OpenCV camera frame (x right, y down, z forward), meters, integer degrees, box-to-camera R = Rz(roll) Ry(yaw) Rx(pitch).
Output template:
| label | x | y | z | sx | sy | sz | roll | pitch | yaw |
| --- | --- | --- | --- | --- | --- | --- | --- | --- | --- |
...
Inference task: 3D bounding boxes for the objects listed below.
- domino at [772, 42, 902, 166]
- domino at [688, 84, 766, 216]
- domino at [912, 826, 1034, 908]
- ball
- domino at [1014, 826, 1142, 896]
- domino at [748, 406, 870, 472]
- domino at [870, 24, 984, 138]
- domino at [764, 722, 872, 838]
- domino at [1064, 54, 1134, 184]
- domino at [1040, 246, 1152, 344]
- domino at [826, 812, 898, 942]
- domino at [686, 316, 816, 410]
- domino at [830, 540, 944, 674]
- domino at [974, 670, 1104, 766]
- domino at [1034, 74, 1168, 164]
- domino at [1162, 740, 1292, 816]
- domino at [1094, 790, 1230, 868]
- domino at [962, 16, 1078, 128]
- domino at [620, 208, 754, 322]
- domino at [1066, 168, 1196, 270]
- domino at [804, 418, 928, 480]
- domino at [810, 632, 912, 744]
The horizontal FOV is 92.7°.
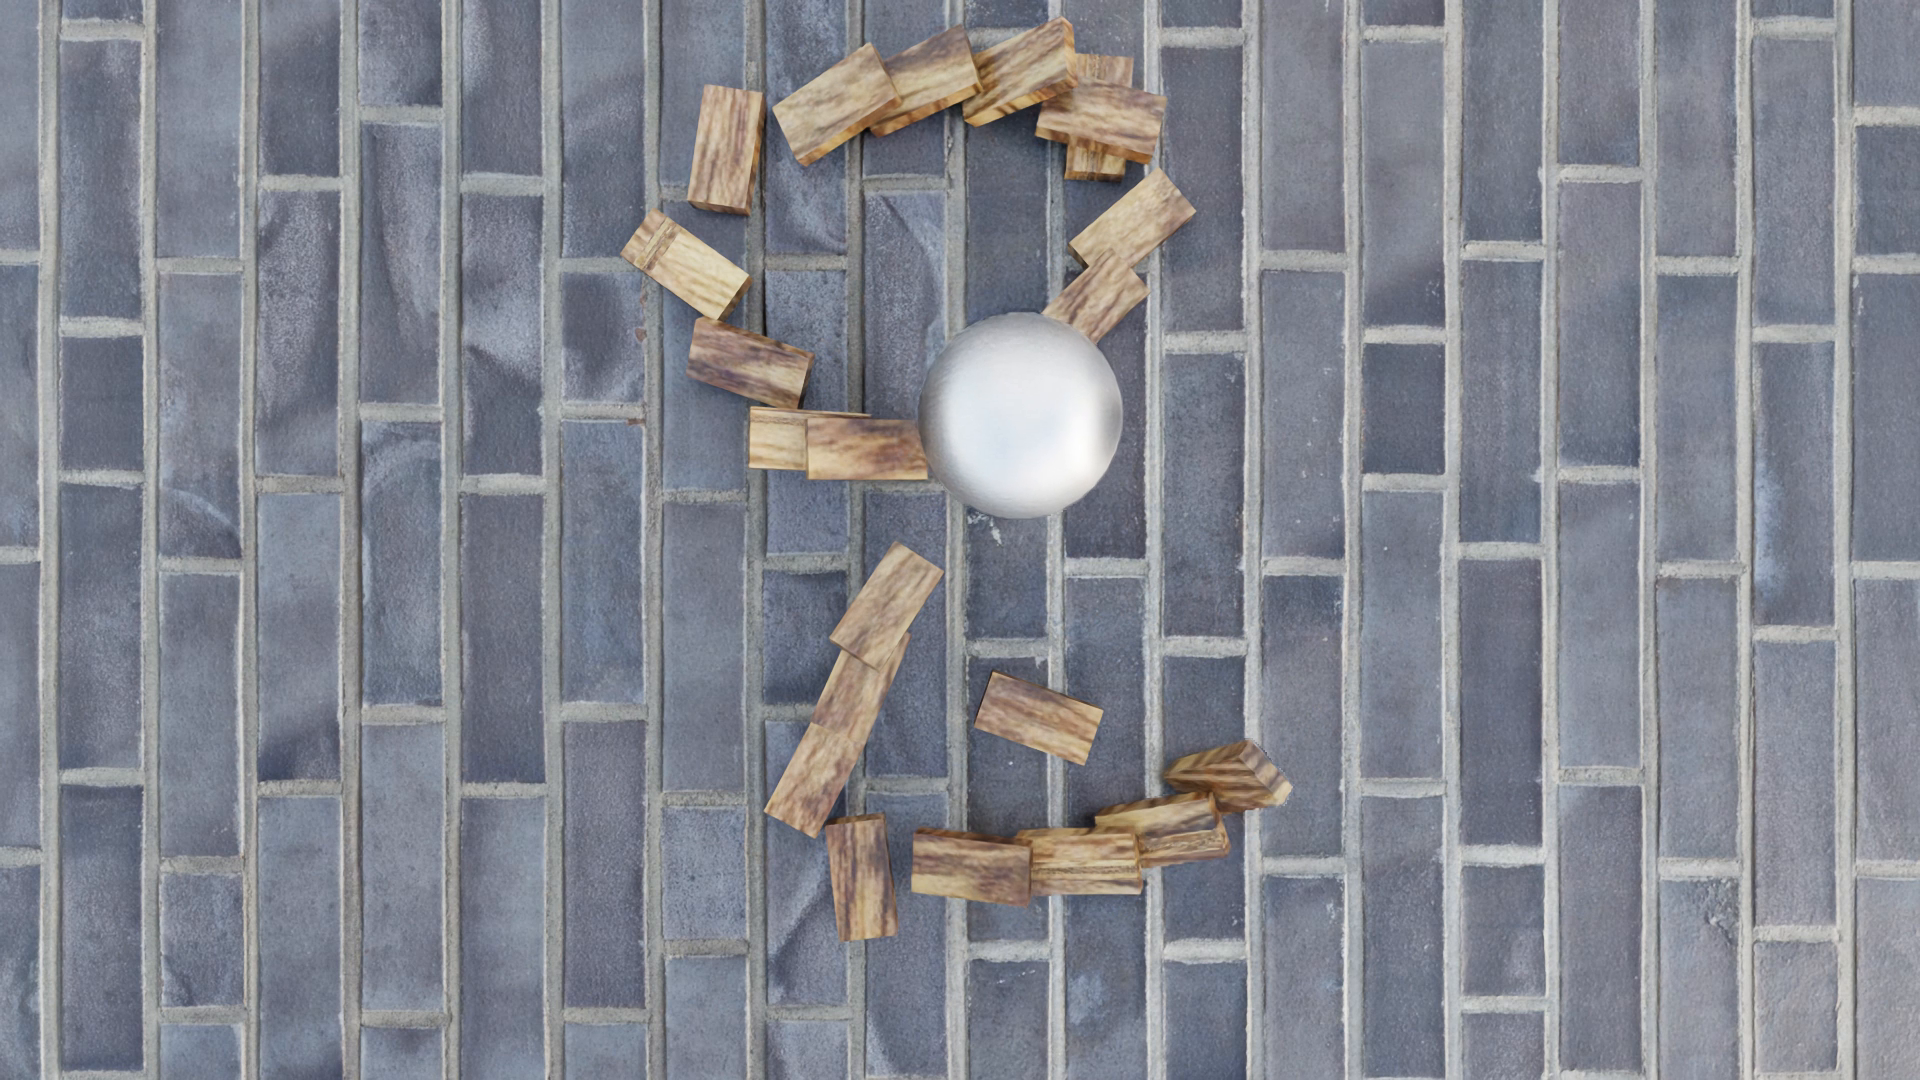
| label | x | y | z | sx | sy | sz | roll | pitch | yaw |
| --- | --- | --- | --- | --- | --- | --- | --- | --- | --- |
| domino | -0.052 | -0.184 | 0.388 | 0.050 | 0.010 | 0.025 | -26 | 90 | 16 |
| domino | -0.100 | -0.168 | 0.395 | 0.025 | 0.009 | 0.050 | 9 | 90 | 0 |
| domino | 0.005 | 0.139 | 0.390 | 0.050 | 0.009 | 0.025 | 2 | 90 | 13 |
| ball | 0.023 | -0.048 | 0.360 | 0.080 | 0.080 | 0.080 | 0 | 90 | 0 |
| domino | 0.050 | 0.136 | 0.388 | 0.050 | 0.010 | 0.025 | -8 | 90 | 19 |
| domino | -0.064 | -0.042 | 0.388 | 0.050 | 0.009 | 0.025 | 1 | 90 | -17 |
| domino | -0.018 | -0.194 | 0.388 | 0.050 | 0.010 | 0.025 | -17 | 90 | 17 |
| domino | -0.061 | 0.099 | 0.395 | 0.025 | 0.010 | 0.050 | 28 | 90 | 0 |
| domino | 0.060 | -0.182 | 0.395 | 0.025 | 0.010 | 0.050 | 4 | 90 | 0 |
| domino | 0.053 | -0.097 | 0.389 | 0.050 | 0.010 | 0.025 | -42 | 90 | 14 |
| domino | -0.042 | 0.145 | 0.395 | 0.025 | 0.010 | 0.050 | -7 | 90 | 0 |
| domino | -0.089 | -0.075 | 0.391 | 0.050 | 0.009 | 0.025 | 19 | 114 | 0 |
| domino | -0.031 | 0.028 | 0.388 | 0.025 | 0.009 | 0.050 | 32 | 74 | 3 |
| domino | 0.034 | 0.076 | 0.395 | 0.050 | 0.010 | 0.025 | 19 | 90 | 0 |
| domino | 0.059 | -0.178 | 0.386 | 0.050 | 0.009 | 0.025 | 14 | 90 | 0 |
| domino | 0.109 | 0.099 | 0.376 | 0.025 | 0.050 | 0.010 | 48 | 57 | 0 |
| domino | 0.084 | 0.122 | 0.385 | 0.050 | 0.010 | 0.025 | -19 | 90 | 27 |
| domino | 0.024 | -0.194 | 0.382 | 0.050 | 0.010 | 0.025 | -5 | 90 | 35 |
| domino | -0.118 | -0.117 | 0.395 | 0.050 | 0.010 | 0.025 | 36 | 90 | 0 |
| domino | 0.074 | -0.133 | 0.395 | 0.050 | 0.010 | 0.025 | -40 | 90 | 0 |
| domino | -0.039 | -0.038 | 0.386 | 0.050 | 0.009 | 0.025 | -1 | 91 | -17 |
| domino | -0.042 | 0.059 | 0.390 | 0.025 | 0.009 | 0.050 | 23 | 77 | 0 |
